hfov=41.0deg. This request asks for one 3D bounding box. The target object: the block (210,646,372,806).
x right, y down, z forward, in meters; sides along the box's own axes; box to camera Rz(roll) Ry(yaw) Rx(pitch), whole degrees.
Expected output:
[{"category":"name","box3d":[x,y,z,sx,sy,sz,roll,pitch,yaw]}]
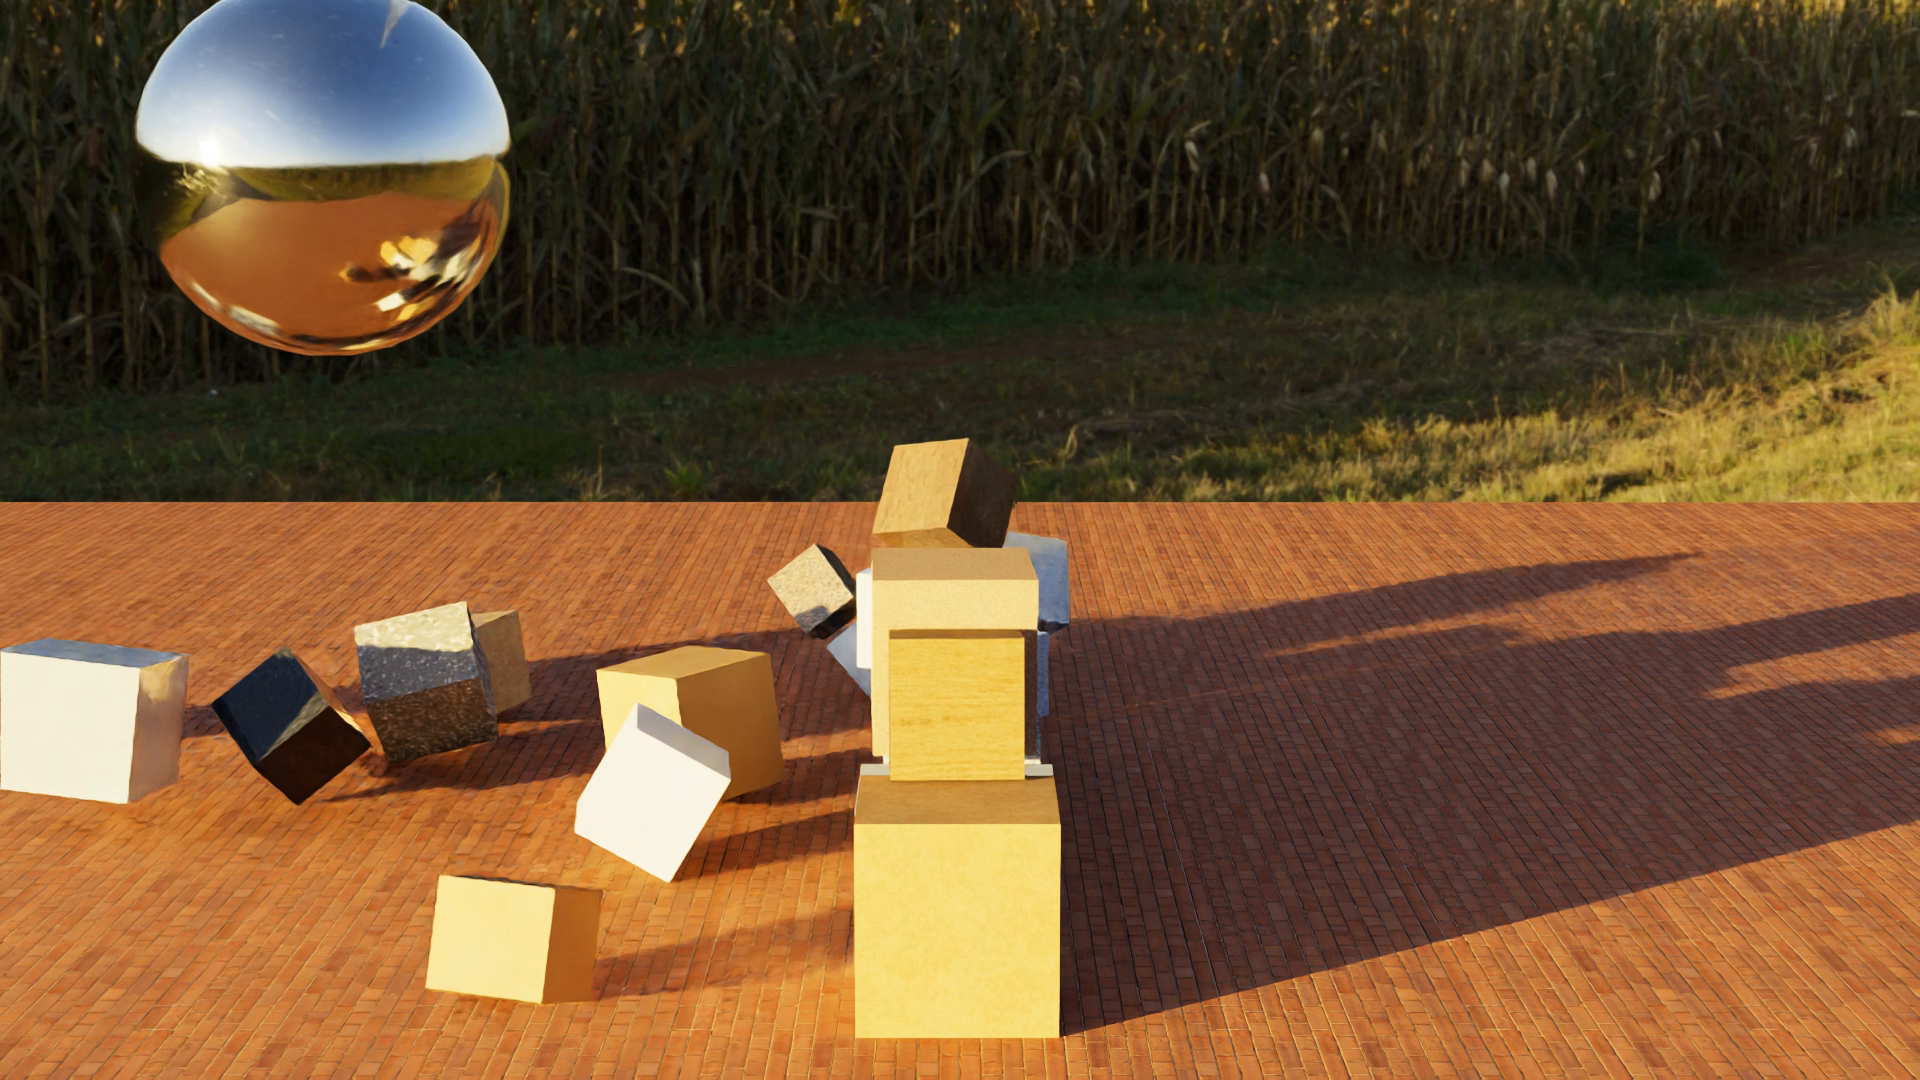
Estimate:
[{"category":"block","box3d":[-3.234,0.899,12.420,0.455,0.457,0.459,-39,57,-8]}]

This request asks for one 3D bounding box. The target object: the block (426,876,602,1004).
[{"category":"block","box3d":[-1.691,1.515,9.761,0.488,0.421,0.401,4,-7,19]}]

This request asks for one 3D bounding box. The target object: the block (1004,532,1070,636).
[{"category":"block","box3d":[0.300,0.301,15.625,0.522,0.531,0.543,9,-22,-26]}]

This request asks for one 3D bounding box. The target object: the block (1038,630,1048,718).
[{"category":"block","box3d":[0.202,0.736,14.209,0.398,0.467,0.418,-8,13,-39]}]

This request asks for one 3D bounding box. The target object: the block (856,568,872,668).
[{"category":"block","box3d":[-0.116,0.363,12.569,0.592,0.466,0.568,4,11,23]}]

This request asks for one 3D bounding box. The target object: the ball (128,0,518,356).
[{"category":"ball","box3d":[-2.689,-1.579,10.893,1.600,1.600,1.600,0,10,0]}]

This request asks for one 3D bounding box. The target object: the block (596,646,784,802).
[{"category":"block","box3d":[-1.317,0.906,12.548,0.585,0.639,0.629,-14,12,-43]}]

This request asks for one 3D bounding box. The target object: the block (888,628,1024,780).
[{"category":"block","box3d":[-0.018,0.640,10.074,0.516,0.542,0.473,0,2,-2]}]

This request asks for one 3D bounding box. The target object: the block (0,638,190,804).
[{"category":"block","box3d":[-4.112,0.842,12.083,0.693,0.628,0.679,7,3,2]}]

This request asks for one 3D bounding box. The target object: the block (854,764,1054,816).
[{"category":"block","box3d":[-0.014,1.325,10.399,0.794,0.672,0.680,0,10,0]}]

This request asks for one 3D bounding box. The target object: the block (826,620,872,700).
[{"category":"block","box3d":[-0.434,0.607,14.594,0.394,0.431,0.410,-40,1,14]}]

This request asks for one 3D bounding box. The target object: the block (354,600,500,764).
[{"category":"block","box3d":[-2.732,0.734,13.165,0.575,0.553,0.497,-13,52,-6]}]

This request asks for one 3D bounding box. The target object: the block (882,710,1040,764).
[{"category":"block","box3d":[0.007,1.139,11.116,0.655,0.781,0.759,0,10,0]}]

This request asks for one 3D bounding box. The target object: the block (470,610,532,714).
[{"category":"block","box3d":[-2.776,0.705,14.070,0.584,0.497,0.568,-6,8,19]}]

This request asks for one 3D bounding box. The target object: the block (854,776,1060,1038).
[{"category":"block","box3d":[-0.010,1.376,9.717,0.751,0.817,0.660,0,10,0]}]

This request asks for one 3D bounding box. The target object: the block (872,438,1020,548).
[{"category":"block","box3d":[-0.069,-0.172,12.851,0.472,0.487,0.447,-4,-28,38]}]

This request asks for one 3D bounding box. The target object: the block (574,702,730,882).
[{"category":"block","box3d":[-1.369,1.119,11.442,0.475,0.536,0.490,30,6,-11]}]

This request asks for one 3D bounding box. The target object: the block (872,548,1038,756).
[{"category":"block","box3d":[-0.034,0.454,10.675,0.663,0.725,0.703,0,10,-2]}]

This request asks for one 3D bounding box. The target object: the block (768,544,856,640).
[{"category":"block","box3d":[-0.796,0.298,14.578,0.343,0.380,0.432,-38,-13,5]}]
